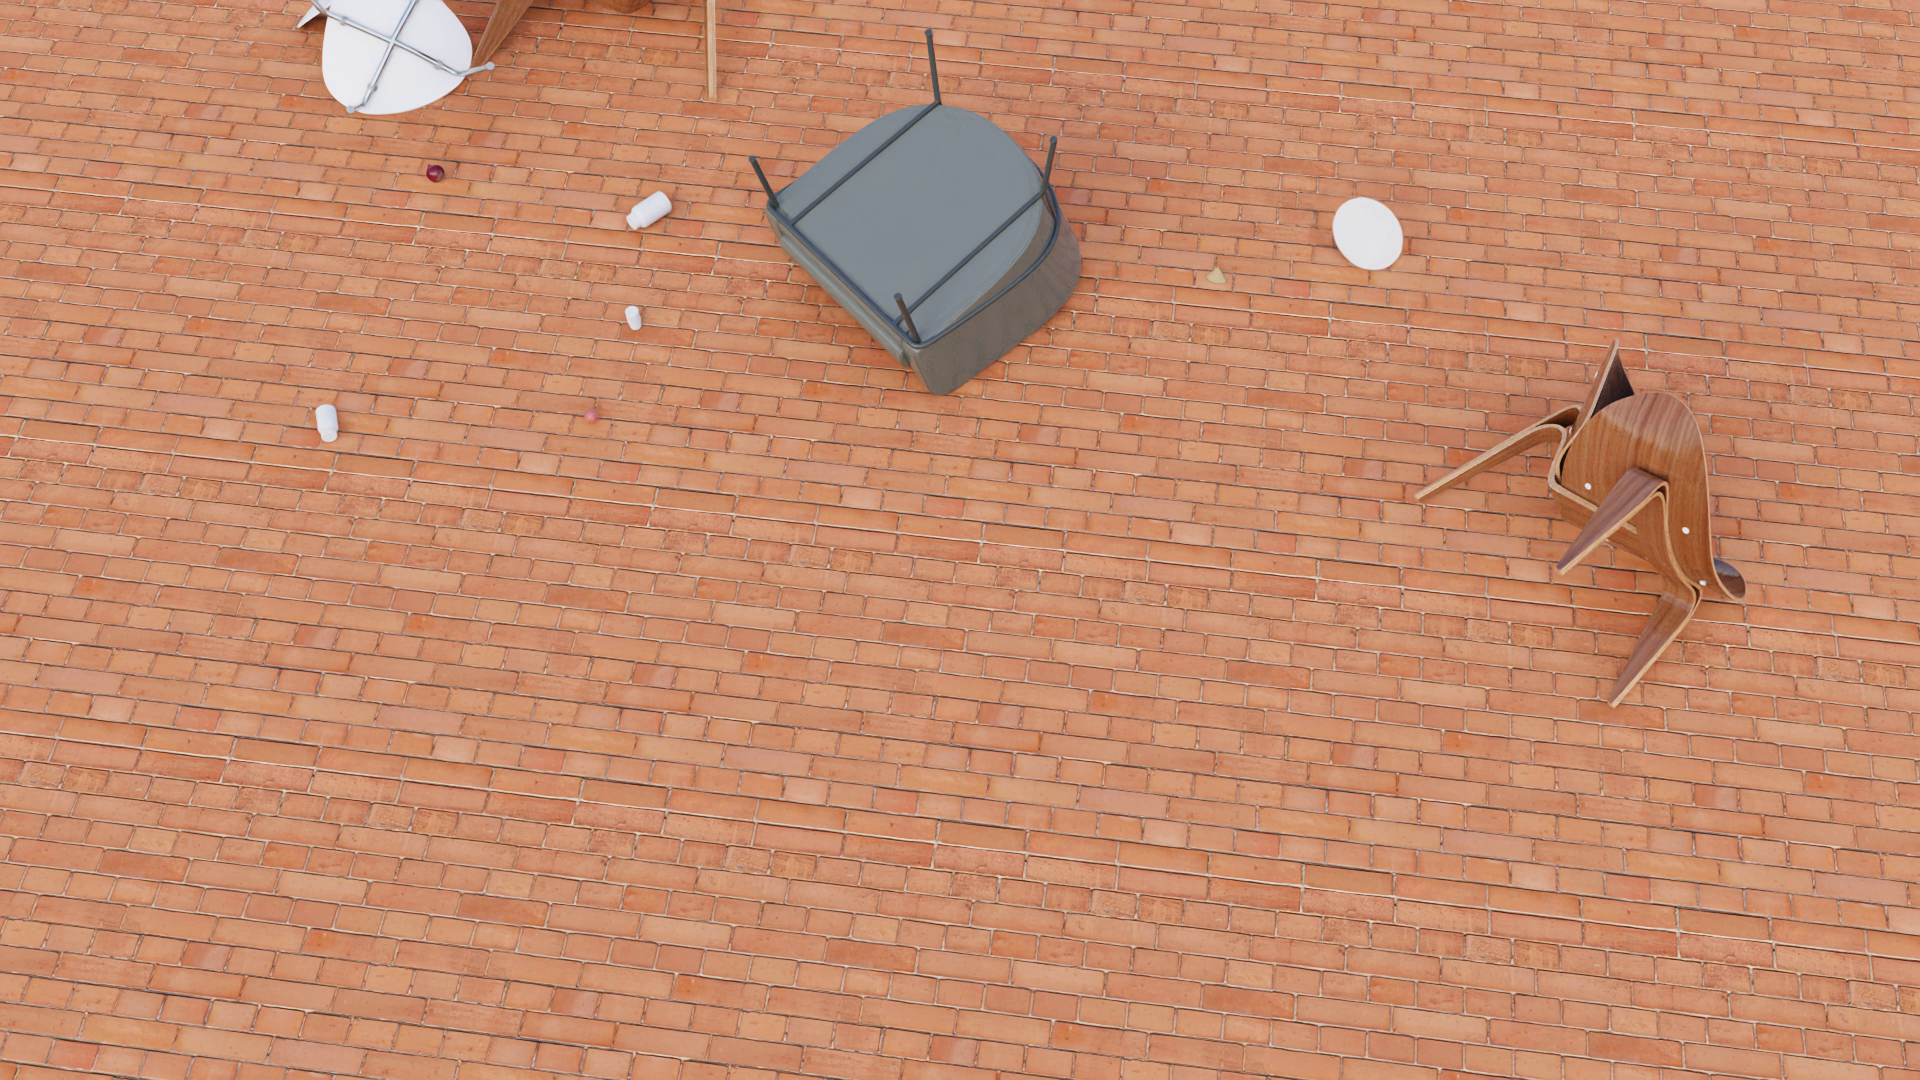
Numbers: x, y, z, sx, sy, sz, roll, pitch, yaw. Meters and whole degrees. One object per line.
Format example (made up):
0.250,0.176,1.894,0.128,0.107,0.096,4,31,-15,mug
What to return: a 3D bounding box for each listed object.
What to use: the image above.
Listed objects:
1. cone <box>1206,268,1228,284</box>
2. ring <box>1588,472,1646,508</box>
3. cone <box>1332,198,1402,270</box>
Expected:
0.833,-0.865,7.118,0.074,0.060,0.042,17,58,11,cone
1.989,-0.154,6.660,0.171,0.029,0.130,8,57,5,ring
1.345,-1.021,7.202,0.252,0.208,0.170,52,26,-6,cone
